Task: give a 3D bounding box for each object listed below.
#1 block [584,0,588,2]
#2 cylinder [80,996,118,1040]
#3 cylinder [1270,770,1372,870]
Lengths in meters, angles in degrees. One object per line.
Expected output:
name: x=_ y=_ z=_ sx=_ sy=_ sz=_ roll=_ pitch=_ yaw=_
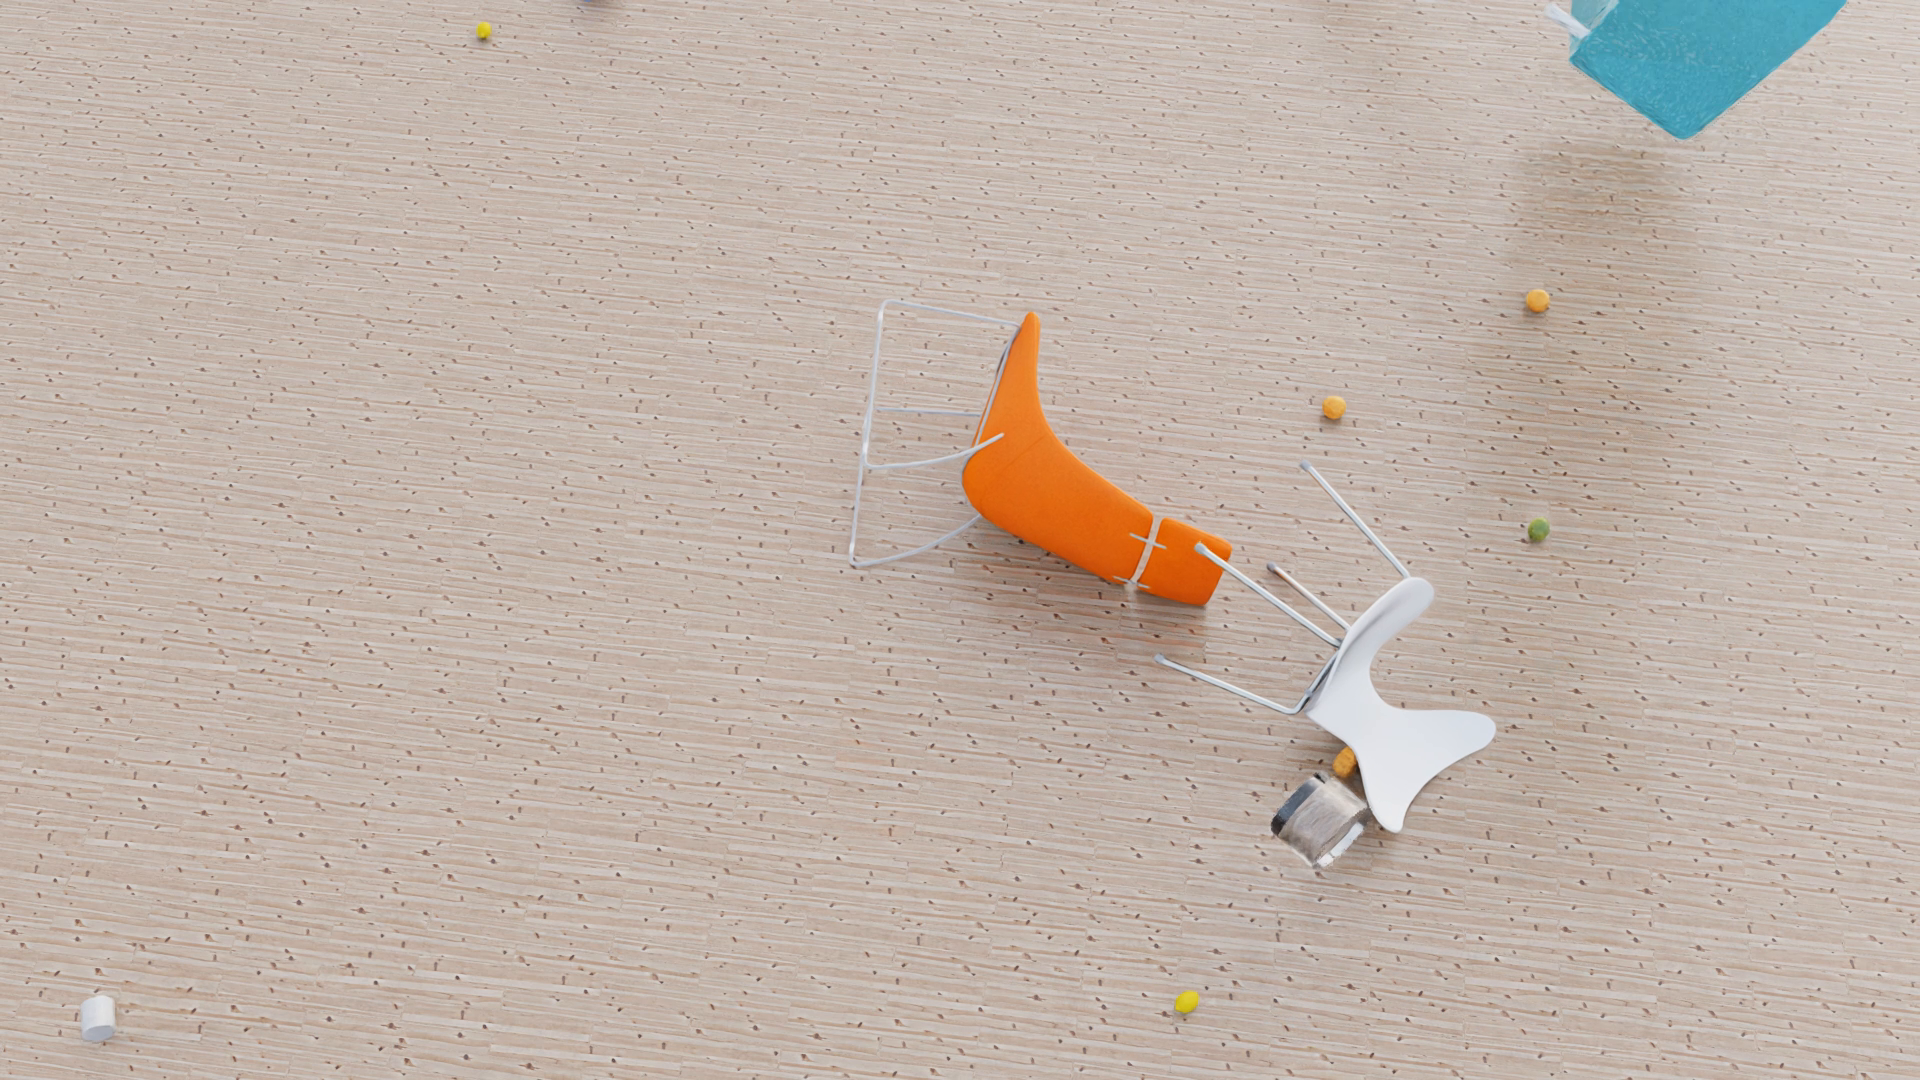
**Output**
block: x=-1.311 y=-2.033 z=7.875 sx=0.123 sy=0.105 sz=0.157 roll=-17 pitch=58 yaw=-11
cylinder: x=-2.228 y=1.238 z=5.689 sx=0.080 sy=0.090 sz=0.082 roll=-8 pitch=60 yaw=-23
cylinder: x=0.973 y=0.755 z=5.924 sx=0.151 sy=0.219 sz=0.260 roll=42 pitch=24 yaw=24
